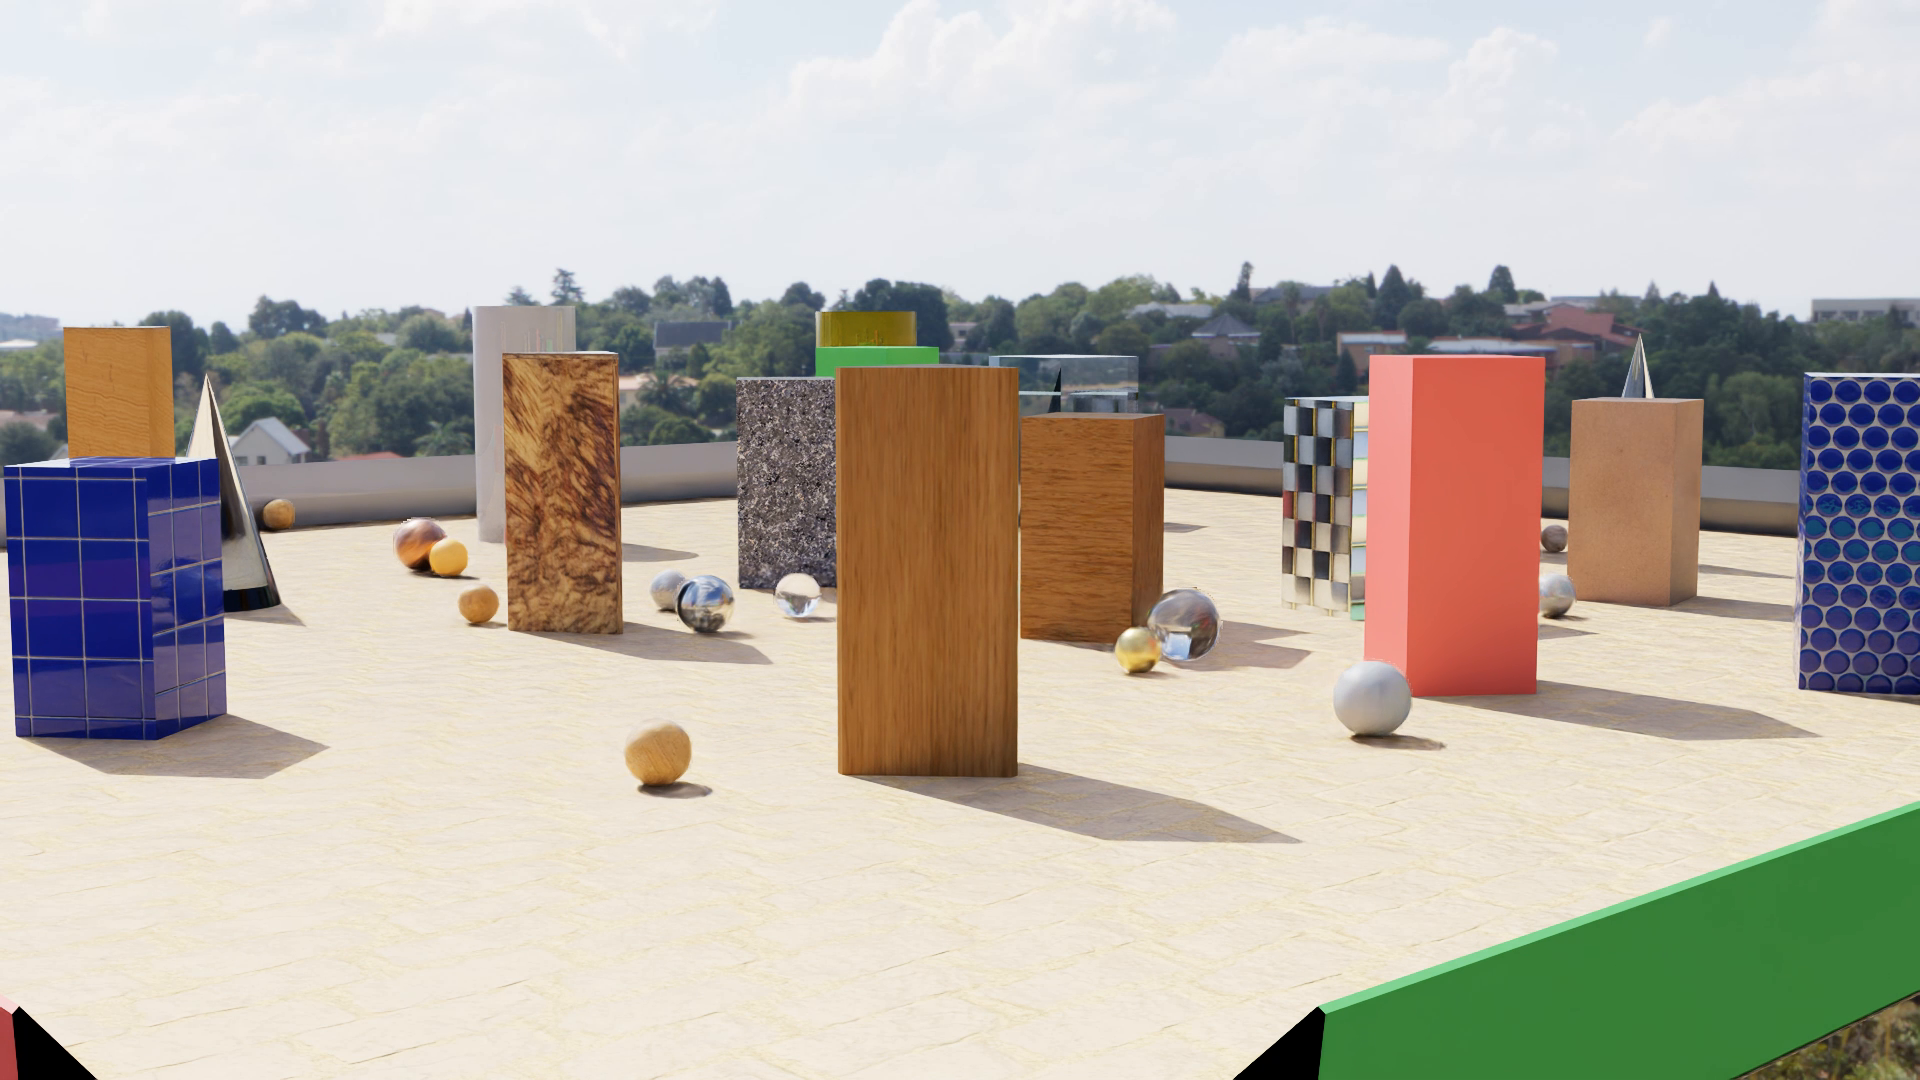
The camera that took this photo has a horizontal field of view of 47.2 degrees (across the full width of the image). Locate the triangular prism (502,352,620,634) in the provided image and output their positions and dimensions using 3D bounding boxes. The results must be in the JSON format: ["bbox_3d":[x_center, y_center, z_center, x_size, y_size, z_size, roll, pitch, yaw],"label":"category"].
[{"bbox_3d":[-0.531,-0.071,3.102,0.170,0.386,0.147,2,6,14],"label":"triangular prism"}]

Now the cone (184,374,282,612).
[{"bbox_3d":[-1.130,-0.076,3.317,0.197,0.350,0.197,0,6,0],"label":"cone"}]

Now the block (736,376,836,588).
[{"bbox_3d":[-0.284,-0.097,3.591,0.157,0.334,0.157,-1,6,-5],"label":"block"}]

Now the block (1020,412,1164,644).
[{"bbox_3d":[0.183,-0.020,3.021,0.157,0.301,0.157,2,6,20],"label":"block"}]

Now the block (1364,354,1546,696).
[{"bbox_3d":[0.583,-0.022,2.608,0.157,0.390,0.157,-1,6,-7],"label":"block"}]

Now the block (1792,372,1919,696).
[{"bbox_3d":[1.087,-0.012,2.621,0.157,0.368,0.157,2,6,18],"label":"block"}]

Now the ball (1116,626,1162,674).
[{"bbox_3d":[0.220,0.135,2.702,0.058,0.058,0.058,0,6,0],"label":"ball"}]

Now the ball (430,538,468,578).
[{"bbox_3d":[-0.855,0.030,3.679,0.064,0.064,0.064,0,6,0],"label":"ball"}]

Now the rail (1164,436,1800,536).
[{"bbox_3d":[1.381,-0.099,4.599,0.045,0.128,3.662,-5,8,-42],"label":"rail"}]

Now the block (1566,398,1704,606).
[{"bbox_3d":[1.045,-0.063,3.403,0.157,0.307,0.157,4,7,33],"label":"block"}]

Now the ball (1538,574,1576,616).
[{"bbox_3d":[0.864,0.080,3.203,0.063,0.063,0.063,0,6,0],"label":"ball"}]

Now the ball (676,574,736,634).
[{"bbox_3d":[-0.352,0.088,3.039,0.082,0.082,0.082,0,6,0],"label":"ball"}]

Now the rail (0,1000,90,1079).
[{"bbox_3d":[-1.381,0.166,2.065,0.045,0.128,3.662,-5,8,-42],"label":"rail"}]

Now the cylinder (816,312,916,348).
[{"bbox_3d":[-0.182,-0.224,4.293,0.197,0.442,0.197,0,6,0],"label":"cylinder"}]

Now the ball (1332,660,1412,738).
[{"bbox_3d":[0.430,0.166,2.296,0.081,0.081,0.081,0,6,0],"label":"ball"}]

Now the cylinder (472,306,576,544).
[{"bbox_3d":[-0.843,-0.227,4.275,0.197,0.452,0.197,0,6,0],"label":"cylinder"}]

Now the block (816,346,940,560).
[{"bbox_3d":[-0.147,-0.156,3.943,0.157,0.379,0.157,4,7,35],"label":"block"}]

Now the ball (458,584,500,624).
[{"bbox_3d":[-0.686,0.090,3.134,0.057,0.057,0.057,0,6,0],"label":"ball"}]

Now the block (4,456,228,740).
[{"bbox_3d":[-0.901,0.058,2.357,0.157,0.283,0.157,1,6,8],"label":"block"}]

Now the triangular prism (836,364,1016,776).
[{"bbox_3d":[-0.026,0.024,2.164,0.170,0.391,0.147,0,6,4],"label":"triangular prism"}]

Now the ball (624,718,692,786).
[{"bbox_3d":[-0.283,0.199,2.064,0.064,0.064,0.064,0,6,0],"label":"ball"}]

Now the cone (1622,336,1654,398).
[{"bbox_3d":[1.190,-0.161,3.869,0.197,0.405,0.197,0,6,0],"label":"cone"}]

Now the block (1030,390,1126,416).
[{"bbox_3d":[0.250,-0.179,4.674,0.157,0.272,0.157,3,7,24],"label":"block"}]

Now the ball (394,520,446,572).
[{"bbox_3d":[-0.920,0.009,3.758,0.089,0.089,0.089,0,6,0],"label":"ball"}]

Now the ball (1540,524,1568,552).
[{"bbox_3d":[1.097,-0.003,4.053,0.052,0.052,0.052,0,6,0],"label":"ball"}]

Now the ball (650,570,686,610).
[{"bbox_3d":[-0.432,0.075,3.274,0.060,0.060,0.060,0,6,0],"label":"ball"}]

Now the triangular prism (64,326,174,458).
[{"bbox_3d":[-1.336,-0.139,3.594,0.170,0.417,0.147,2,6,20],"label":"triangular prism"}]

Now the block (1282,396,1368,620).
[{"bbox_3d":[0.590,-0.052,3.257,0.157,0.314,0.157,-4,7,-31],"label":"block"}]

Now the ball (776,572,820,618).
[{"bbox_3d":[-0.236,0.080,3.194,0.066,0.066,0.066,0,6,0],"label":"ball"}]

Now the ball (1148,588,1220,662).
[{"bbox_3d":[0.284,0.108,2.795,0.093,0.093,0.093,0,6,0],"label":"ball"}]

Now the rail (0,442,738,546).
[{"bbox_3d":[-1.226,-0.105,4.653,3.805,0.128,0.045,-5,8,-42],"label":"rail"}]

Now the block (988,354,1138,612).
[{"bbox_3d":[0.154,-0.086,3.285,0.157,0.376,0.157,-5,8,-40],"label":"block"}]

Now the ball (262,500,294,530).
[{"bbox_3d":[-1.383,-0.051,4.459,0.062,0.062,0.062,0,6,0],"label":"ball"}]

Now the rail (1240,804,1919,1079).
[{"bbox_3d":[1.226,0.171,2.011,3.805,0.128,0.045,-5,8,-42],"label":"rail"}]
